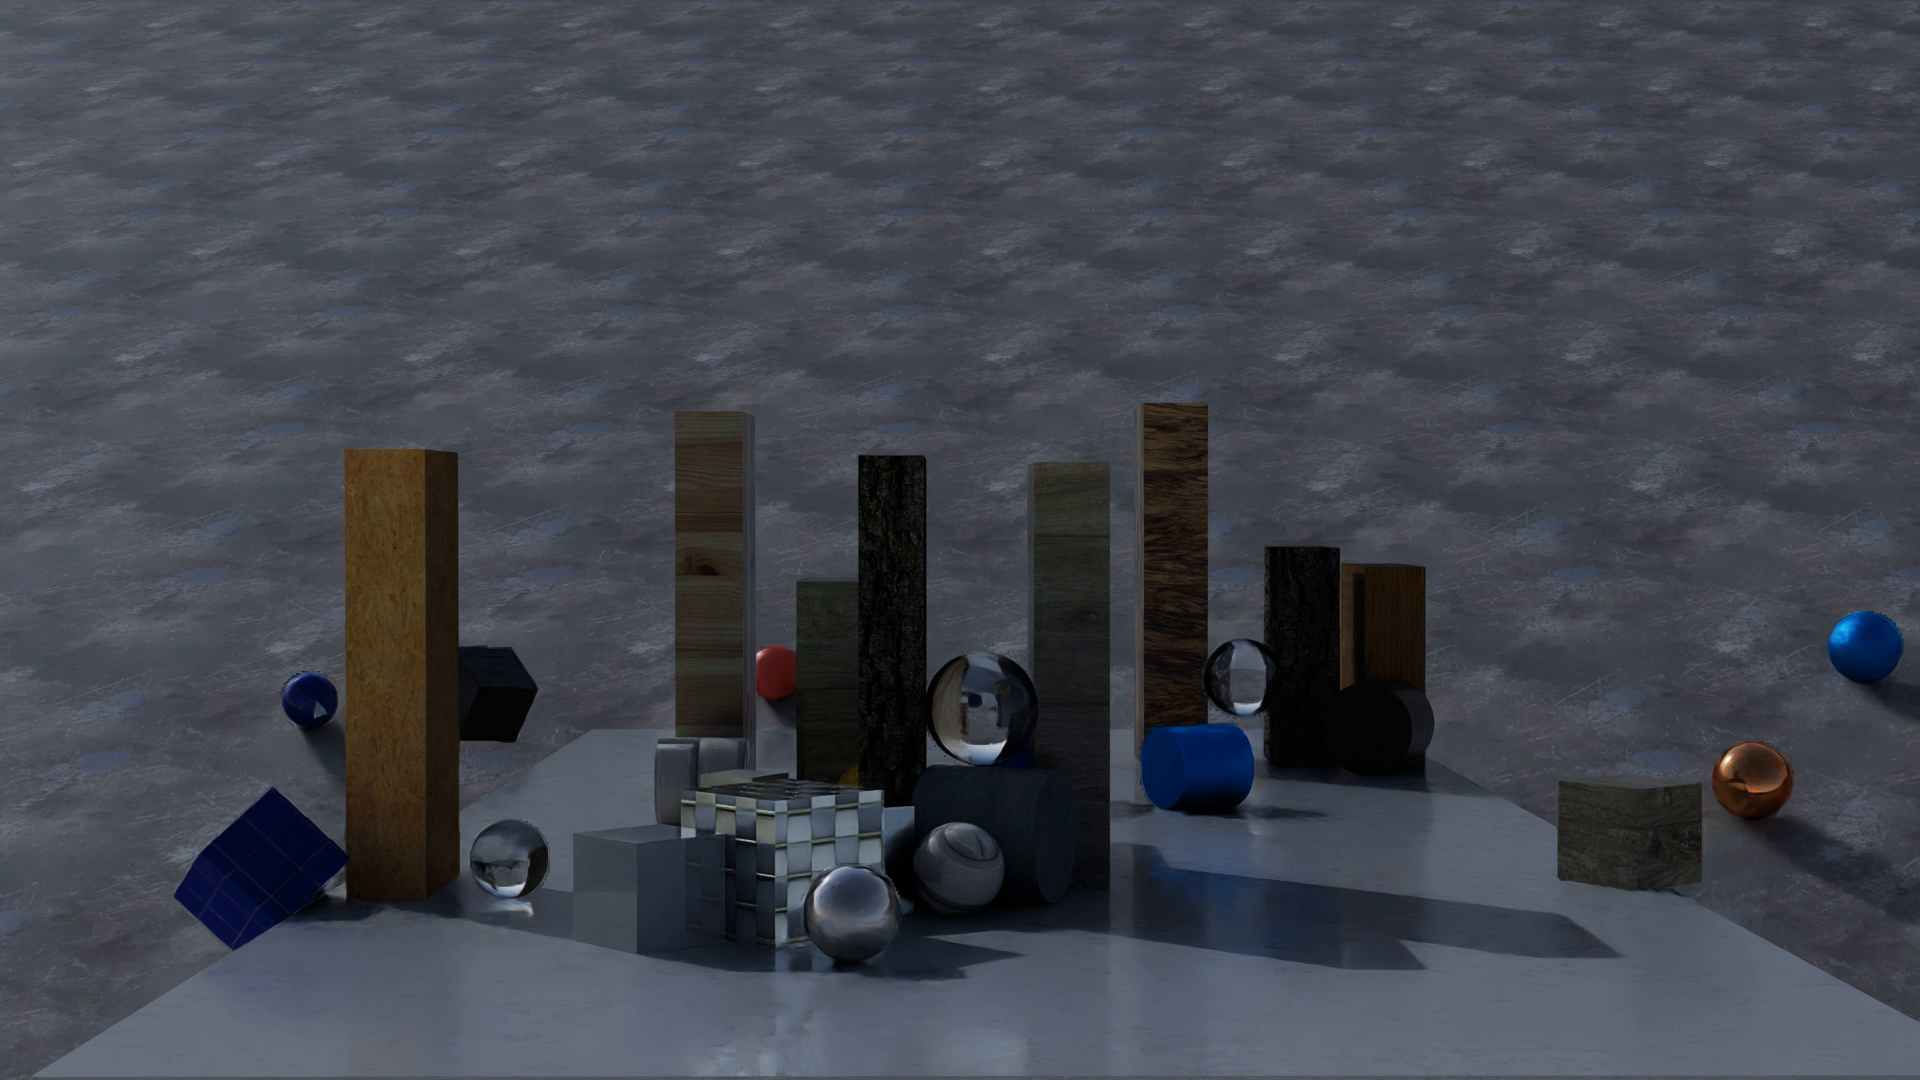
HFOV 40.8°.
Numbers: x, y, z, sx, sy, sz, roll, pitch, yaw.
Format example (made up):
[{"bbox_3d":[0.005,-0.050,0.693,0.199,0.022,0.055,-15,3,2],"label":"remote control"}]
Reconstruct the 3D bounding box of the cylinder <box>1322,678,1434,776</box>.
[{"bbox_3d":[0.901,0.399,5.558,0.197,0.197,0.197,13,6,23],"label":"cylinder"}]

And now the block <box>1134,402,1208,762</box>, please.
[{"bbox_3d":[0.470,0.097,5.775,0.139,0.795,0.302,0,1,0],"label":"block"}]

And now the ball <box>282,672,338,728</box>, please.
[{"bbox_3d":[-1.699,0.420,6.756,0.144,0.144,0.144,0,28,0],"label":"ball"}]

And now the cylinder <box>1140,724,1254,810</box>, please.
[{"bbox_3d":[0.449,0.429,4.894,0.155,0.155,0.155,0,25,-27],"label":"cylinder"}]

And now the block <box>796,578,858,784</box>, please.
[{"bbox_3d":[-0.238,0.291,4.841,0.120,0.434,0.266,0,1,0],"label":"block"}]

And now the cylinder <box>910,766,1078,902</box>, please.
[{"bbox_3d":[0.048,0.427,3.764,0.192,0.192,0.192,0,26,23],"label":"cylinder"}]

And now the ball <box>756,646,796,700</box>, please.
[{"bbox_3d":[-0.492,0.354,6.879,0.147,0.147,0.147,0,28,0],"label":"ball"}]

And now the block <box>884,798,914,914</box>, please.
[{"bbox_3d":[-0.165,0.449,3.668,0.151,0.151,0.151,0,1,-27],"label":"block"}]

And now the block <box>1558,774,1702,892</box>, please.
[{"bbox_3d":[1.021,0.444,3.941,0.151,0.151,0.151,-1,1,-36],"label":"block"}]

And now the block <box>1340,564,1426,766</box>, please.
[{"bbox_3d":[0.955,0.275,5.843,0.134,0.436,0.346,0,1,0],"label":"block"}]

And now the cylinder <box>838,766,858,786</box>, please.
[{"bbox_3d":[-0.142,0.453,4.464,0.120,0.120,0.120,-13,6,-24],"label":"cylinder"}]

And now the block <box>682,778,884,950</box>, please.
[{"bbox_3d":[-0.238,0.431,3.468,0.193,0.193,0.193,-1,1,-45],"label":"block"}]

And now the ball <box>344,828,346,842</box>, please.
[{"bbox_3d":[-1.396,0.704,6.197,0.159,0.159,0.159,0,28,0],"label":"ball"}]

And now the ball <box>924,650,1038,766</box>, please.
[{"bbox_3d":[0.032,0.248,3.811,0.169,0.169,0.169,0,28,0],"label":"ball"}]

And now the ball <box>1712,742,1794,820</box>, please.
[{"bbox_3d":[1.954,0.595,6.371,0.192,0.192,0.192,0,28,0],"label":"ball"}]

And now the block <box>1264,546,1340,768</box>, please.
[{"bbox_3d":[0.761,0.255,5.762,0.135,0.479,0.245,0,1,0],"label":"block"}]

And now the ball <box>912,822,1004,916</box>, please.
[{"bbox_3d":[-0.003,0.460,3.613,0.130,0.130,0.130,0,28,0],"label":"ball"}]

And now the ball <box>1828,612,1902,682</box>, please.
[{"bbox_3d":[2.437,0.290,6.957,0.188,0.188,0.188,0,28,0],"label":"ball"}]

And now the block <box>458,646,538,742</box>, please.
[{"bbox_3d":[-1.200,0.389,6.519,0.169,0.169,0.169,6,30,-41],"label":"block"}]

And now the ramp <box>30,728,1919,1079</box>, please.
[{"bbox_3d":[0.062,0.561,4.600,2.000,0.100,4.000,0,1,0],"label":"ramp"}]

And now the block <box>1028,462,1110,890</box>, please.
[{"bbox_3d":[0.166,0.201,4.013,0.113,0.638,0.345,0,1,0],"label":"block"}]

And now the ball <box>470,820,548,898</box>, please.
[{"bbox_3d":[-0.658,0.466,3.772,0.114,0.114,0.114,0,28,0],"label":"ball"}]

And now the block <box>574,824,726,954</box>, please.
[{"bbox_3d":[-0.409,0.457,3.402,0.142,0.142,0.142,-1,1,-43],"label":"block"}]

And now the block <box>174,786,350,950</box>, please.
[{"bbox_3d":[-1.007,0.487,3.728,0.152,0.152,0.152,42,47,0],"label":"block"}]

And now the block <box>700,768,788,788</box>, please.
[{"bbox_3d":[-0.373,0.459,4.474,0.109,0.109,0.109,0,1,31],"label":"block"}]

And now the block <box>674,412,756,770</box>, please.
[{"bbox_3d":[-0.457,0.136,4.850,0.123,0.744,0.296,0,1,0],"label":"block"}]

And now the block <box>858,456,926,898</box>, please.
[{"bbox_3d":[-0.101,0.197,3.937,0.095,0.647,0.342,0,1,0],"label":"block"}]

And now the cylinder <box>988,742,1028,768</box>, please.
[{"bbox_3d":[0.136,0.413,4.978,0.187,0.187,0.187,5,2,9],"label":"cylinder"}]

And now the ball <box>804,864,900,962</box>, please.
[{"bbox_3d":[-0.136,0.469,3.251,0.122,0.122,0.122,0,28,0],"label":"ball"}]

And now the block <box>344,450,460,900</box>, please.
[{"bbox_3d":[-0.836,0.194,3.884,0.117,0.656,0.249,0,1,0],"label":"block"}]

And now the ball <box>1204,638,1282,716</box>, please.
[{"bbox_3d":[0.612,0.297,5.583,0.170,0.170,0.170,0,28,0],"label":"ball"}]

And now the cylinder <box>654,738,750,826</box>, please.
[{"bbox_3d":[-0.460,0.432,4.628,0.158,0.158,0.158,0,28,0],"label":"cylinder"}]
